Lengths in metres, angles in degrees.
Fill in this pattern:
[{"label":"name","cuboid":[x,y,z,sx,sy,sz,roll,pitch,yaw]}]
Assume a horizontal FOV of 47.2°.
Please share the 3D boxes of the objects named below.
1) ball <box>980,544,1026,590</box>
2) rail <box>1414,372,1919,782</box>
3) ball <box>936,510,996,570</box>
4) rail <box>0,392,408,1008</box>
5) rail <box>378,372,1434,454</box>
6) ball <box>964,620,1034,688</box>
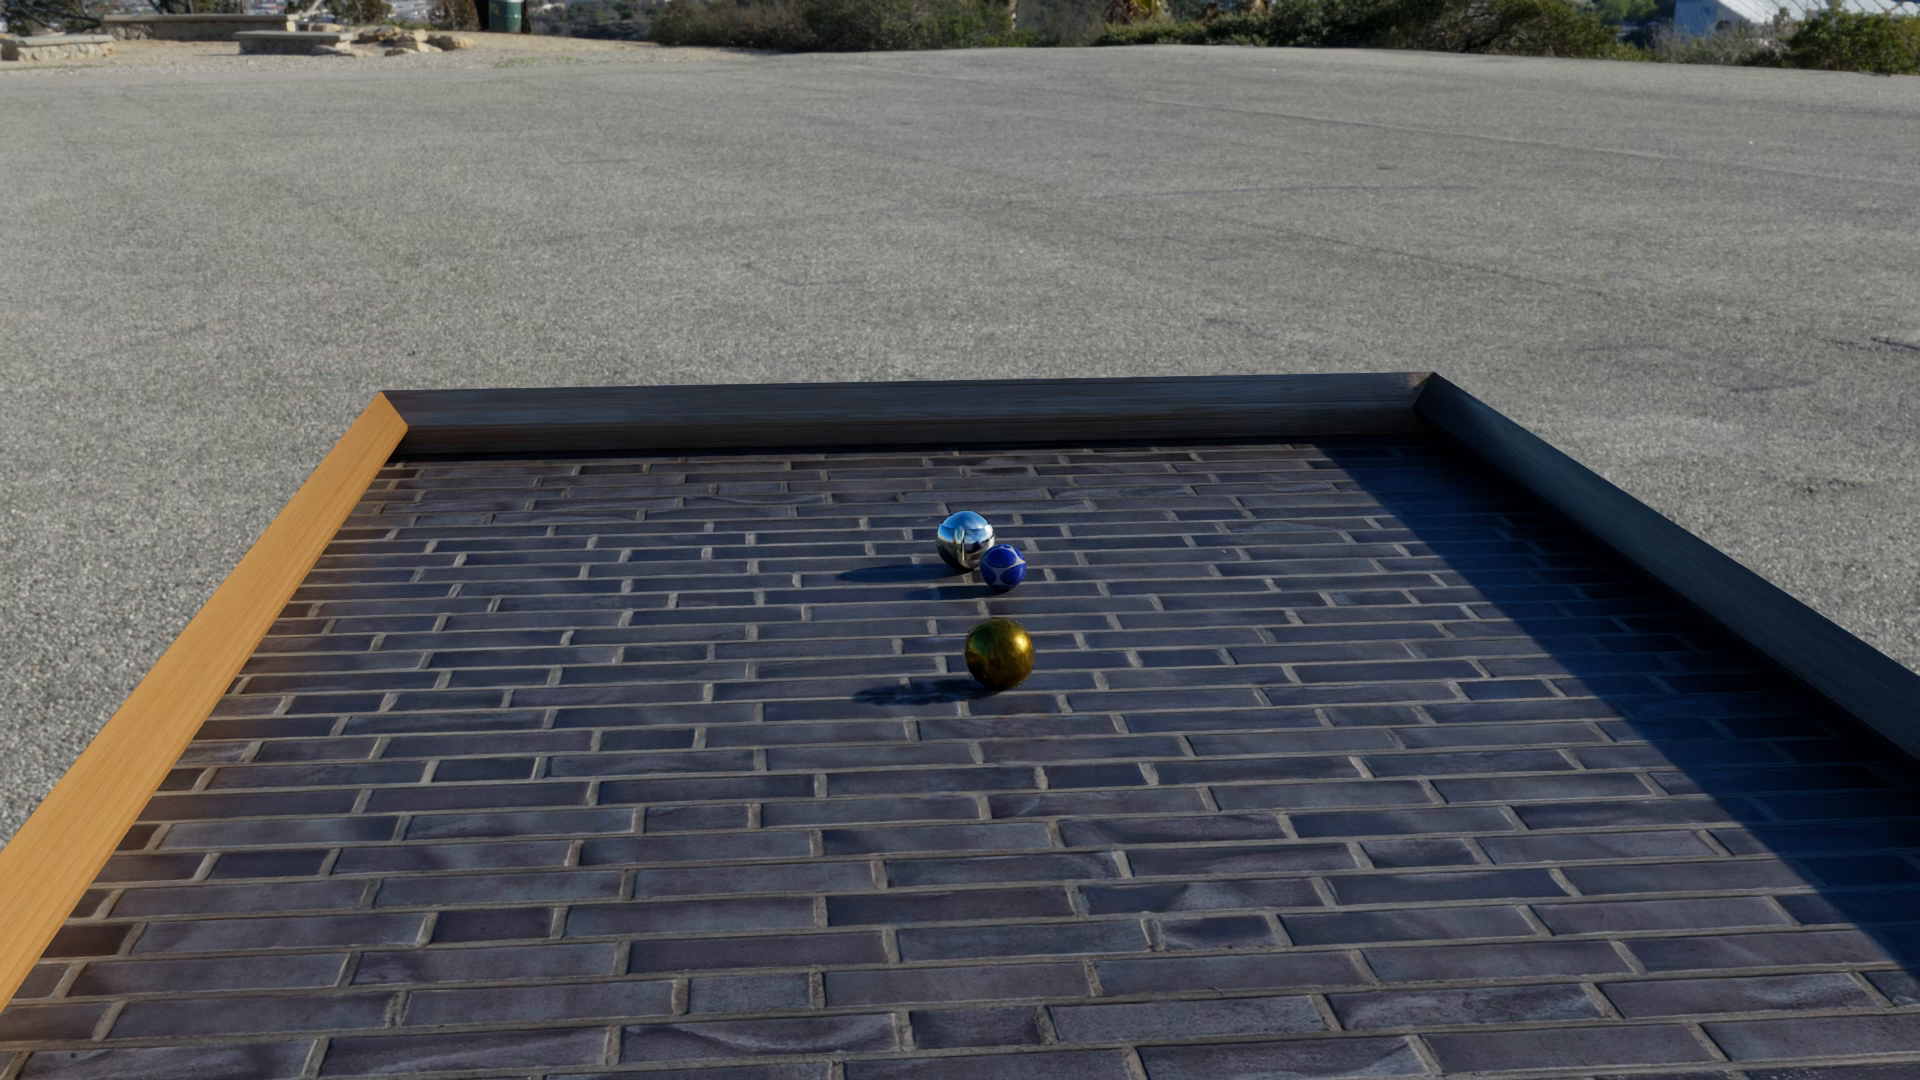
[{"label":"ball","cuboid":[0.051,0.032,2.593,0.055,0.055,0.055,0,15,0]},{"label":"rail","cuboid":[0.839,0.145,2.098,0.045,0.095,2.749,-1,15,-5]},{"label":"ball","cuboid":[0.006,0.000,2.677,0.073,0.073,0.073,0,15,0]},{"label":"rail","cuboid":[-0.712,0.183,1.959,0.045,0.095,2.749,-1,15,-5]},{"label":"rail","cuboid":[-0.061,-0.189,3.326,1.605,0.095,0.045,-1,15,-5]},{"label":"ball","cuboid":[0.040,0.117,2.252,0.071,0.071,0.071,0,15,0]}]
